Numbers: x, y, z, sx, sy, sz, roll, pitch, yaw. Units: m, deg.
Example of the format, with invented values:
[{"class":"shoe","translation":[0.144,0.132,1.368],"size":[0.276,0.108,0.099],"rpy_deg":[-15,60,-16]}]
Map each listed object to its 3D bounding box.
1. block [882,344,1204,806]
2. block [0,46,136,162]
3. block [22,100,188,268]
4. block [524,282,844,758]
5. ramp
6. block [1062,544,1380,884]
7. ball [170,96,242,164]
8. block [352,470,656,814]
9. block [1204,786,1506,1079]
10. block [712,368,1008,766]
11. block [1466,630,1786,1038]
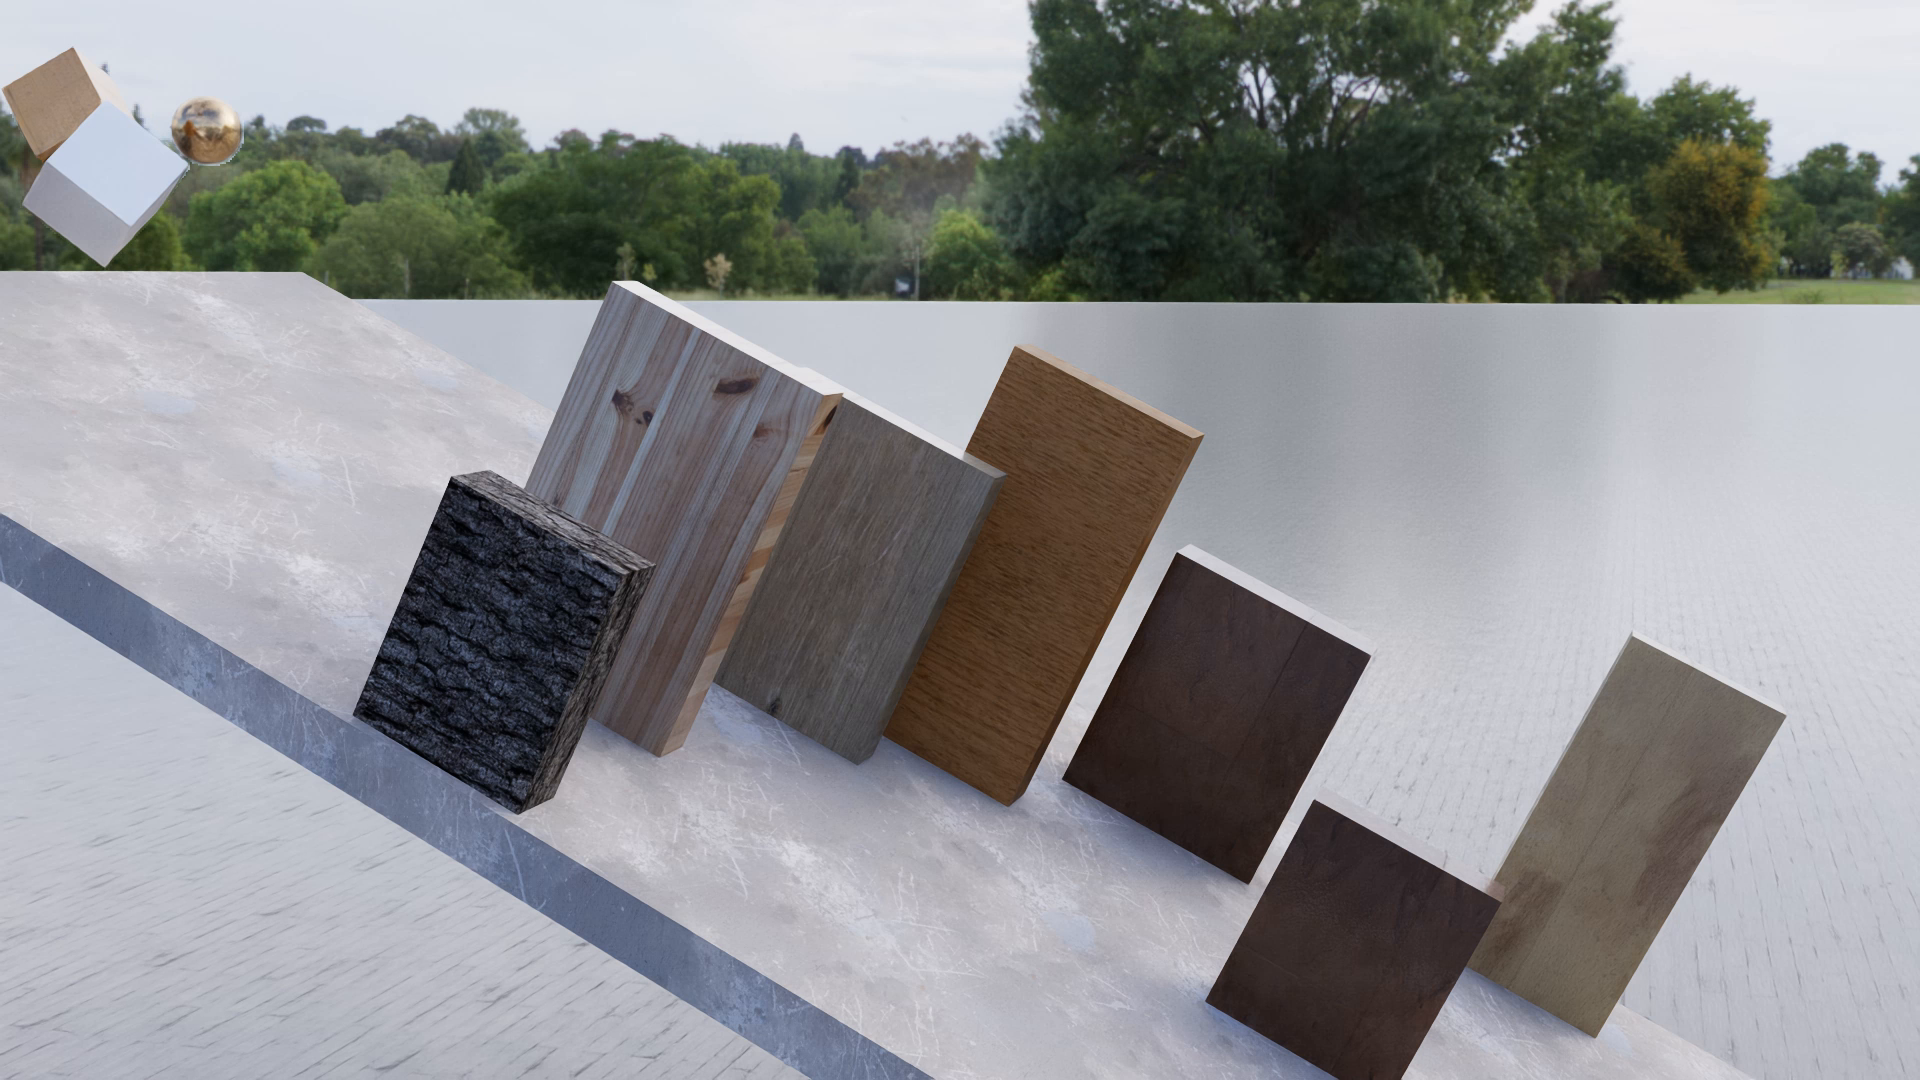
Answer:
[{"class":"block","translation":[0.114,0.068,4.216],"size":[0.378,0.797,0.115],"rpy_deg":[29,14,12]},{"class":"block","translation":[-1.772,-0.847,4.403],"size":[0.165,0.165,0.165],"rpy_deg":[-31,-12,-1]},{"class":"block","translation":[-1.629,-0.678,4.192],"size":[0.186,0.186,0.186],"rpy_deg":[40,-37,-17]},{"class":"block","translation":[-0.525,-0.035,3.701],"size":[0.414,0.683,0.094],"rpy_deg":[29,14,12]},{"class":"ramp","translation":[-0.249,0.420,4.162],"size":[4.000,0.100,2.000],"rpy_deg":[29,14,12]},{"class":"block","translation":[0.526,0.350,4.461],"size":[0.432,0.533,0.137],"rpy_deg":[29,14,12]},{"class":"ball","translation":[-1.604,-0.874,4.683],"size":[0.145,0.145,0.145],"rpy_deg":[0,7,0]},{"class":"block","translation":[-0.686,0.151,3.303],"size":[0.306,0.409,0.115],"rpy_deg":[29,14,12]},{"class":"block","translation":[0.667,0.686,3.726],"size":[0.344,0.409,0.100],"rpy_deg":[29,14,12]},{"class":"block","translation":[-0.237,0.048,4.080],"size":[0.432,0.602,0.081],"rpy_deg":[29,14,12]},{"class":"block","translation":[1.329,0.599,4.468],"size":[0.328,0.768,0.084],"rpy_deg":[29,14,12]}]
